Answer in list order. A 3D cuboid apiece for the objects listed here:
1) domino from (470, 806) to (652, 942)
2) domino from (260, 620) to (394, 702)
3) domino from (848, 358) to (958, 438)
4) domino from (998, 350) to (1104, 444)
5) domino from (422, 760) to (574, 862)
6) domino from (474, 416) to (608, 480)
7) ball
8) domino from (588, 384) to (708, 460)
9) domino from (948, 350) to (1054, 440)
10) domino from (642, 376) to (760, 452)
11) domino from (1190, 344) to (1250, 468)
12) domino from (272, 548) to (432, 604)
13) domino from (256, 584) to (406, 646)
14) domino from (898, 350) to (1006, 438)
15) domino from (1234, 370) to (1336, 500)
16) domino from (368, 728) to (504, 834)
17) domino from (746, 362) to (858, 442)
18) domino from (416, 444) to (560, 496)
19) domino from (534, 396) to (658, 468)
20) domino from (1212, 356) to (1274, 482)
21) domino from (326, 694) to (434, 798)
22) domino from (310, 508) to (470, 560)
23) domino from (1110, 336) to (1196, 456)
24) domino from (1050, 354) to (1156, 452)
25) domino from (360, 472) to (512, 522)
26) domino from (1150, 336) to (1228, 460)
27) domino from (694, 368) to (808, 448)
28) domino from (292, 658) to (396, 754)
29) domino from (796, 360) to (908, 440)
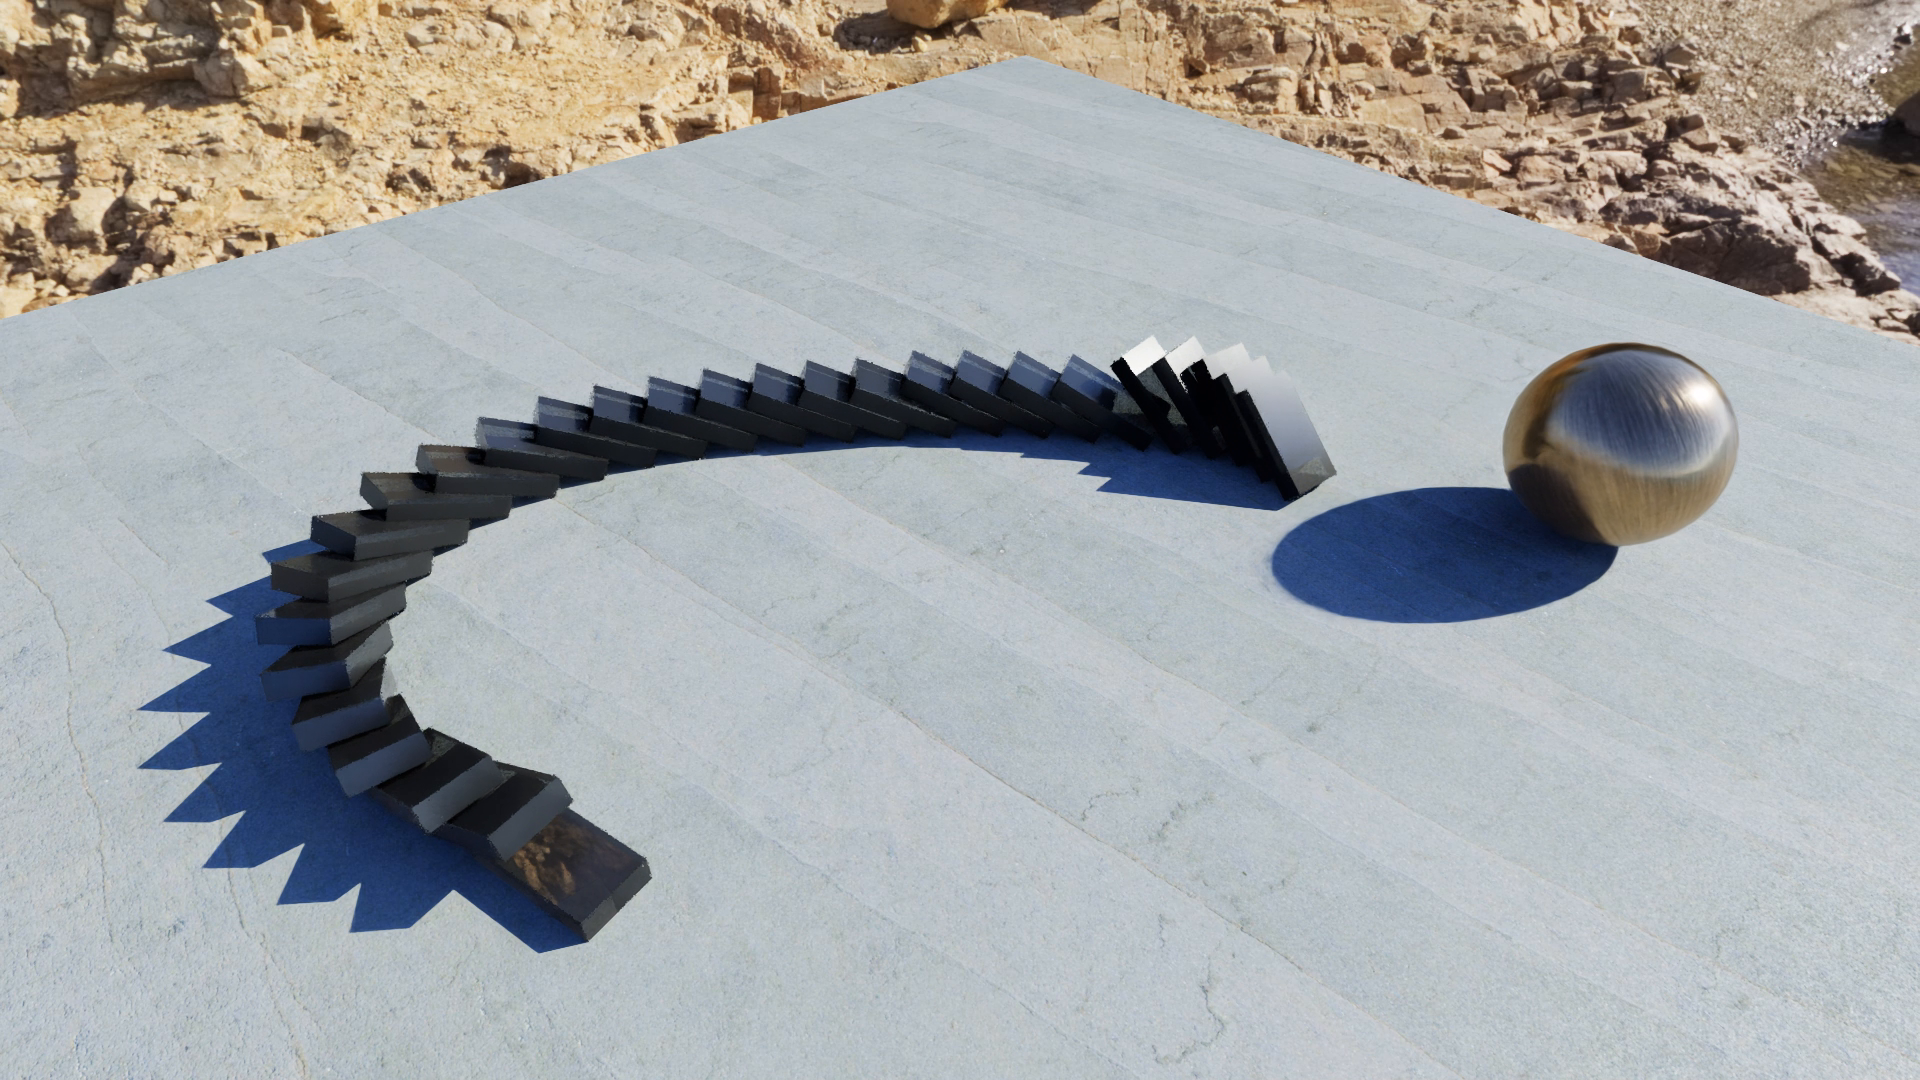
[{"bbox_3d":[-0.119,0.095,0.327,0.050,0.009,0.025,23,44,25],"label":"domino"},{"bbox_3d":[-0.215,0.040,0.377,0.025,0.009,0.050,-9,13,-11],"label":"domino"},{"bbox_3d":[-0.026,-0.065,0.508,0.050,0.010,0.025,18,36,-18],"label":"domino"},{"bbox_3d":[0.044,-0.066,0.508,0.050,0.009,0.025,28,40,-6],"label":"domino"},{"bbox_3d":[-0.142,0.080,0.331,0.050,0.010,0.025,0,32,40],"label":"domino"},{"bbox_3d":[-0.180,-0.039,0.475,0.050,0.009,0.025,6,31,-36],"label":"domino"},{"bbox_3d":[0.258,-0.037,0.433,0.080,0.080,0.080,0,39,0],"label":"ball"},{"bbox_3d":[-0.139,-0.052,0.491,0.050,0.009,0.025,13,33,-26],"label":"domino"},{"bbox_3d":[0.021,-0.068,0.510,0.050,0.010,0.025,25,39,-9],"label":"domino"},{"bbox_3d":[-0.117,-0.057,0.497,0.050,0.009,0.025,14,34,-23],"label":"domino"},{"bbox_3d":[0.125,-0.060,0.492,0.025,0.009,0.050,-24,88,-28],"label":"domino"},{"bbox_3d":[-0.227,0.011,0.413,0.025,0.010,0.050,12,14,14],"label":"domino"},{"bbox_3d":[-0.224,0.026,0.394,0.025,0.010,0.050,1,11,0],"label":"domino"},{"bbox_3d":[-0.002,-0.068,0.510,0.050,0.010,0.025,23,38,-12],"label":"domino"},{"bbox_3d":[0.140,-0.045,0.474,0.025,0.009,0.050,-26,89,-28],"label":"domino"},{"bbox_3d":[-0.163,0.073,0.338,0.050,0.010,0.025,3,32,45],"label":"domino"},{"bbox_3d":[-0.072,-0.063,0.504,0.050,0.010,0.025,18,35,-19],"label":"domino"},{"bbox_3d":[-0.198,-0.029,0.462,0.050,0.010,0.025,0,30,-45],"label":"domino"},{"bbox_3d":[-0.161,-0.048,0.485,0.050,0.010,0.025,11,32,-29],"label":"domino"},{"bbox_3d":[0.133,-0.053,0.483,0.025,0.010,0.050,-25,89,-28],"label":"domino"},{"bbox_3d":[-0.185,0.064,0.349,0.025,0.009,0.050,-26,20,-28],"label":"domino"},{"bbox_3d":[-0.222,-0.004,0.431,0.025,0.010,0.050,20,16,22],"label":"domino"},{"bbox_3d":[0.093,-0.066,0.501,0.025,0.010,0.050,-37,91,-36],"label":"domino"},{"bbox_3d":[0.068,-0.063,0.505,0.050,0.010,0.025,31,43,-2],"label":"domino"},{"bbox_3d":[-0.213,-0.018,0.448,0.025,0.009,0.050,32,22,33],"label":"domino"},{"bbox_3d":[0.109,-0.064,0.496,0.025,0.009,0.050,-37,96,-36],"label":"domino"},{"bbox_3d":[-0.094,-0.060,0.501,0.050,0.010,0.025,16,35,-21],"label":"domino"},{"bbox_3d":[-0.201,0.053,0.362,0.025,0.010,0.050,-19,16,-22],"label":"domino"},{"bbox_3d":[-0.049,-0.064,0.506,0.050,0.009,0.025,18,36,-18],"label":"domino"}]
